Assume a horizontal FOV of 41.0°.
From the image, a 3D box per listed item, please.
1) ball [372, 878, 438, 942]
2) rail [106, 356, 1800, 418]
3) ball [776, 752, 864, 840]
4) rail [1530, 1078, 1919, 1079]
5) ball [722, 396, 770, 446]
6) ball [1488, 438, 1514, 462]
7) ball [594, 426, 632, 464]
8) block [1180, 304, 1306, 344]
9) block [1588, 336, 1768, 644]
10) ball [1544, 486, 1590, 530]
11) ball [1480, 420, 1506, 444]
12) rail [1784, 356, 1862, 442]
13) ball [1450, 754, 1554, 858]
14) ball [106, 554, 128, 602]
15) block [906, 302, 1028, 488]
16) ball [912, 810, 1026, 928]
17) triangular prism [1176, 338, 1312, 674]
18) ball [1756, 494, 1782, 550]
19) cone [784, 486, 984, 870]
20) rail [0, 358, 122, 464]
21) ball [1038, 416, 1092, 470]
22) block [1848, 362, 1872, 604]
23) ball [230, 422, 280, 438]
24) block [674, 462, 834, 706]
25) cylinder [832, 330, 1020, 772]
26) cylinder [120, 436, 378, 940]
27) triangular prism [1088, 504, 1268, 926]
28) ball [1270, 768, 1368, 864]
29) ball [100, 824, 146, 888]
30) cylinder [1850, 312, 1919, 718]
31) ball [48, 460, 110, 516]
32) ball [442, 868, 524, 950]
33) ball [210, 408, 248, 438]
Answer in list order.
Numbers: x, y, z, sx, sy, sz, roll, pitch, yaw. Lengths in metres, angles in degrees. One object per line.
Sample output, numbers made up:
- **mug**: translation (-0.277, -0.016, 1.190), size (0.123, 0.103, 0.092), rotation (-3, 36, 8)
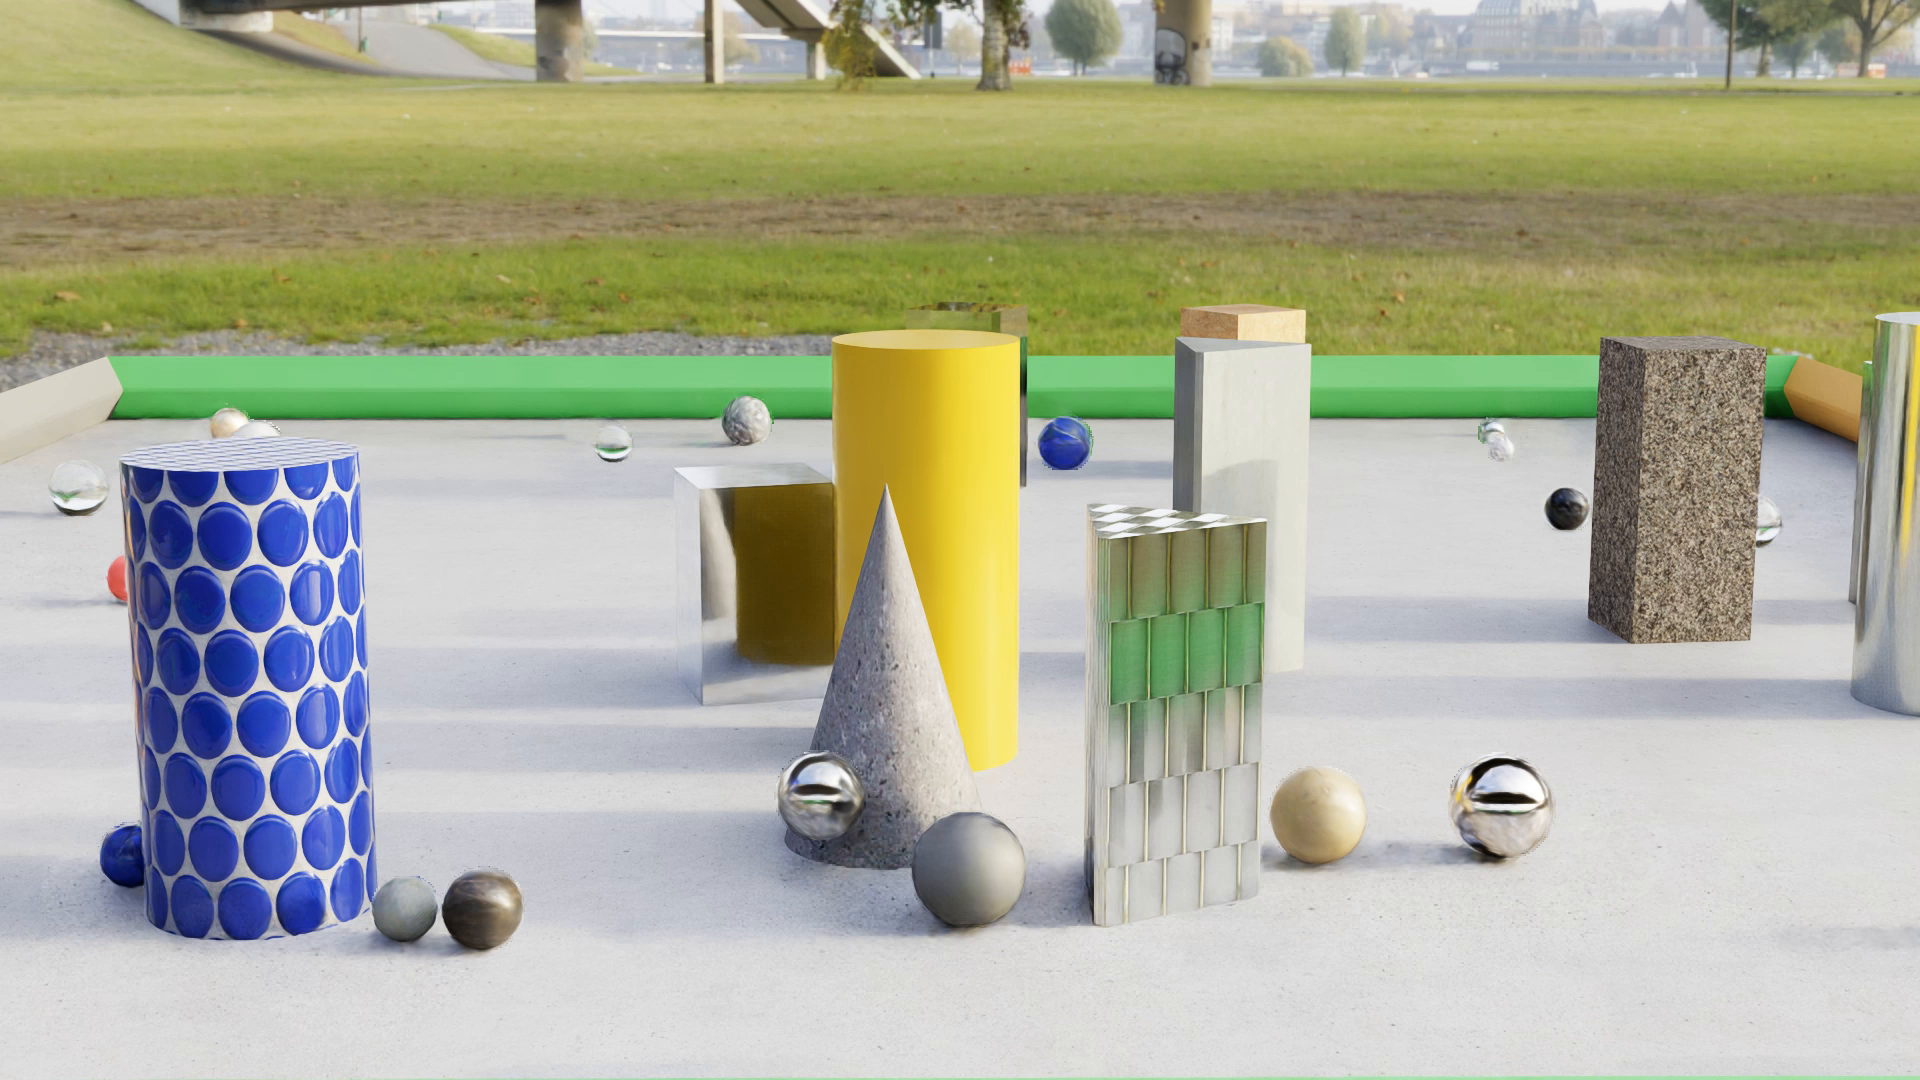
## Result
- **ball**: translation (-0.467, 0.311, 2.158), size (0.054, 0.054, 0.054), rotation (0, 10, 0)
- **rail**: translation (-0.011, -0.316, 5.331), size (3.529, 0.128, 0.045), rotation (0, 10, 0)
- **ball**: translation (-0.127, 0.233, 2.331), size (0.080, 0.080, 0.080), rotation (0, 10, 0)
- **rail**: translation (0.011, 0.382, 1.566), size (3.529, 0.128, 0.045), rotation (0, 10, 0)
- **ball**: translation (-0.414, -0.231, 4.970), size (0.095, 0.095, 0.095), rotation (0, 10, 0)
- **ball**: translation (1.006, -0.168, 4.767), size (0.046, 0.046, 0.046), rotation (0, 10, 0)
- **ball**: translation (-0.642, -0.176, 4.745), size (0.069, 0.069, 0.069), rotation (0, 10, 0)
- **block**: translation (0.509, -0.271, 4.639), size (0.158, 0.294, 0.158), rotation (-7, 13, -34)
- **block**: translation (0.925, -0.068, 3.321), size (0.158, 0.376, 0.158), rotation (-1, 11, -7)
- **ball**: translation (0.960, -0.049, 4.058), size (0.070, 0.070, 0.070), rotation (0, 10, 0)
- **ball**: translation (1.032, -0.208, 4.973), size (0.048, 0.048, 0.048), rotation (0, 10, 0)
- **rail**: translation (1.741, 0.031, 3.459), size (0.045, 0.128, 3.876), rotation (0, 10, 0)
- **ball**: translation (0.504, 0.247, 2.387), size (0.096, 0.096, 0.096), rotation (0, 10, 0)
- **ball**: translation (-1.132, 0.051, 3.514), size (0.070, 0.070, 0.070), rotation (0, 10, 0)
- **block**: translation (0.013, -0.242, 4.419), size (0.158, 0.318, 0.158), rotation (5, 11, 24)
- **ball**: translation (0.008, 0.281, 2.195), size (0.099, 0.099, 0.099), rotation (0, 10, 0)
- **triangular prism**: translation (0.308, -0.042, 3.120), size (0.171, 0.398, 0.148), rotation (-7, 13, -33)
- **ball**: translation (1.205, -0.028, 3.903), size (0.085, 0.085, 0.085), rotation (0, 10, 0)
- **cone**: translation (-0.069, 0.115, 2.419), size (0.197, 0.344, 0.197), rotation (0, 10, 0)
- **rail**: translation (-1.741, 0.035, 3.439), size (0.045, 0.128, 3.876), rotation (0, 10, 0)
- **ball**: translation (0.190, -0.176, 4.667), size (0.097, 0.097, 0.097), rotation (0, 10, 0)
- **block**: translation (1.303, -0.065, 3.424), size (0.158, 0.331, 0.158), rotation (0, 10, -2)
- **ball**: translation (-1.262, -0.163, 4.600), size (0.097, 0.097, 0.097), rotation (0, 10, 0)
- **block**: translation (-0.242, 0.049, 3.022), size (0.158, 0.254, 0.158), rotation (-3, 11, -16)
- **cylinder**: translation (-0.036, 0.008, 2.720), size (0.197, 0.444, 0.197), rotation (0, 10, 0)
- **cylinder**: translation (-0.613, 0.123, 2.222), size (0.197, 0.400, 0.197), rotation (0, 10, 0)
- **triangular prism**: translation (0.155, 0.145, 2.270), size (0.171, 0.339, 0.148), rotation (-6, 12, -30)
- **ball**: translation (0.331, 0.254, 2.367), size (0.089, 0.089, 0.089), rotation (0, 10, 0)
- **ball**: translation (-0.740, 0.282, 2.294), size (0.057, 0.057, 0.057), rotation (0, 10, 0)
- **cylinder**: translation (1.139, -0.032, 2.943), size (0.197, 0.442, 0.197), rotation (0, 10, 0)
- **ball**: translation (-1.437, -0.085, 4.184), size (0.094, 0.094, 0.094), rotation (0, 10, 0)
- **ball**: translation (-0.398, 0.308, 2.140), size (0.067, 0.067, 0.067), rotation (0, 10, 0)
- **ball**: translation (-1.411, -0.218, 4.954), size (0.075, 0.075, 0.075), rotation (0, 10, 0)
